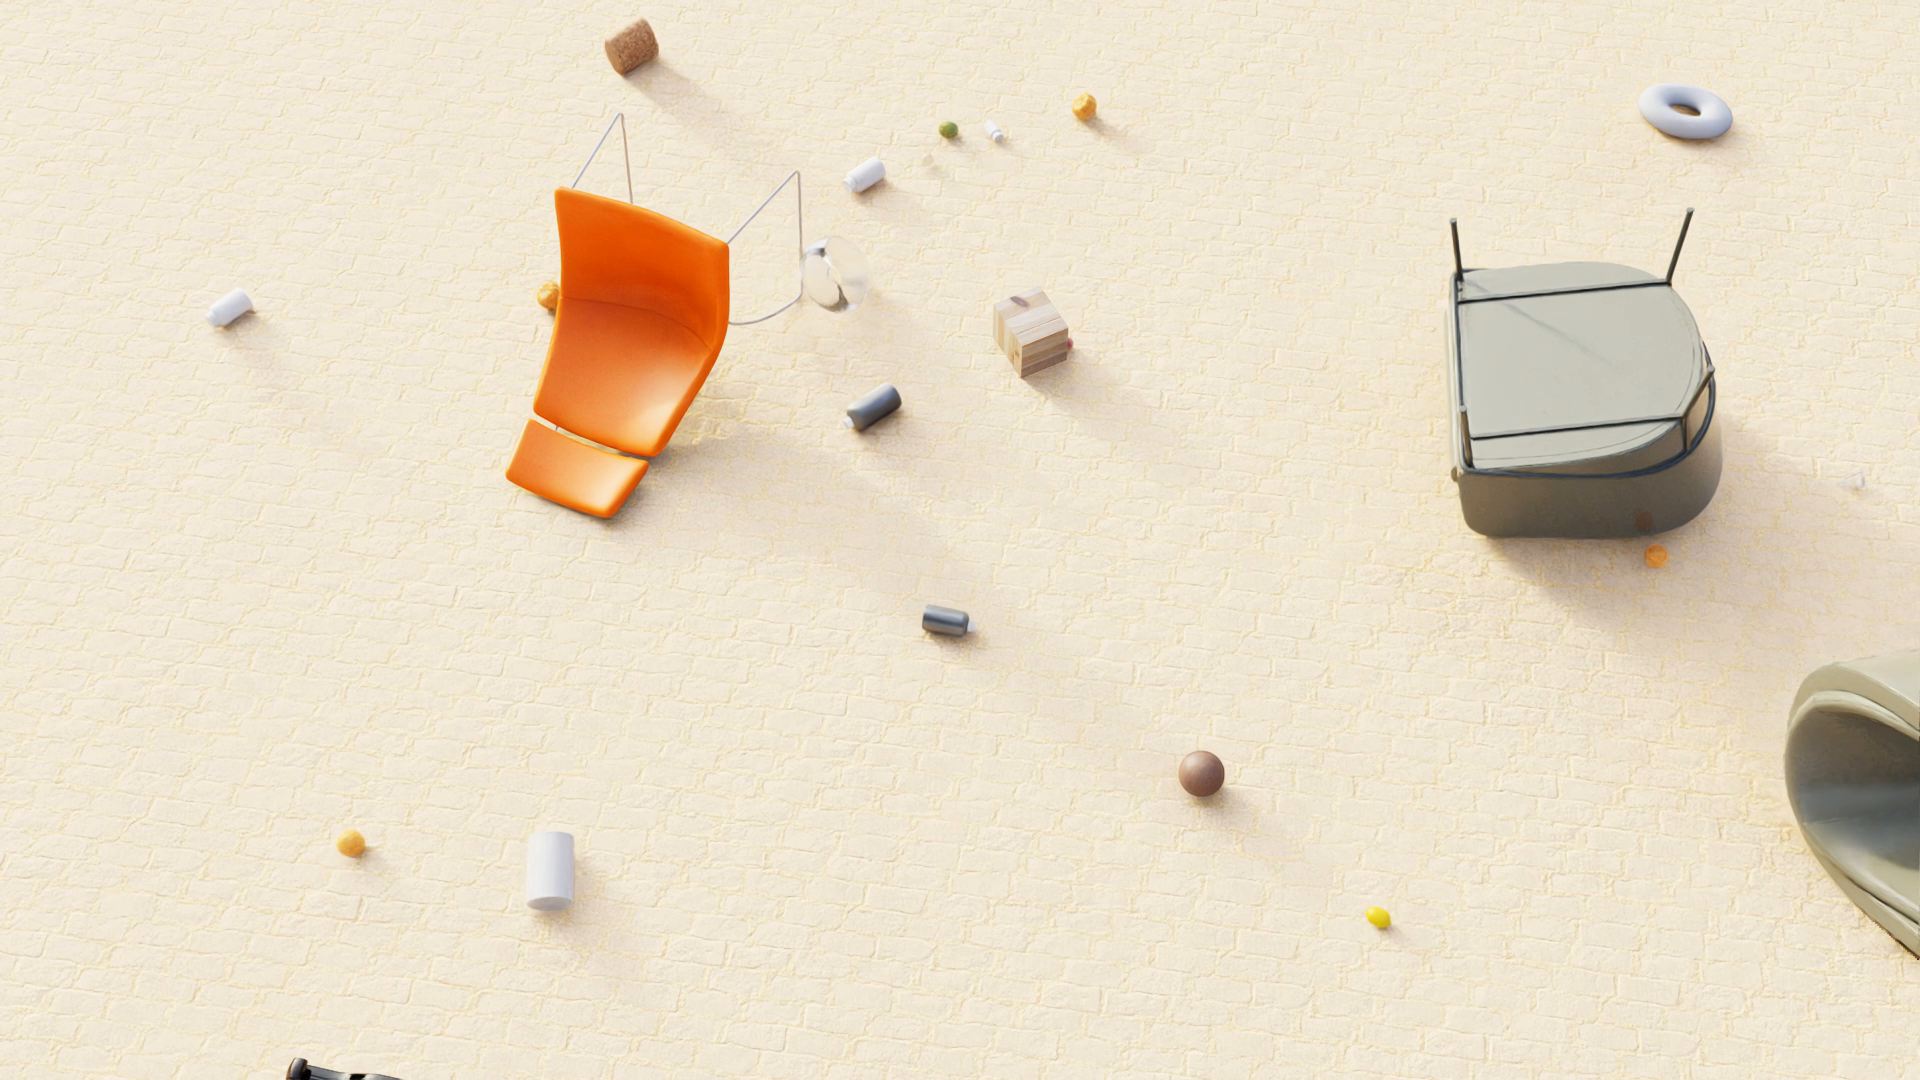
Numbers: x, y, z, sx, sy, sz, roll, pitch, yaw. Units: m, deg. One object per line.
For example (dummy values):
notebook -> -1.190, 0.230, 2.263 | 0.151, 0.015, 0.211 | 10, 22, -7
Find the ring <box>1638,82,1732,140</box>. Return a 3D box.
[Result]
ring -> 2.479, -1.466, 7.515 | 0.322, 0.072, 0.234 | 17, 57, 10

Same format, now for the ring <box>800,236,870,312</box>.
ring -> -0.395, -0.848, 7.009 | 0.297, 0.096, 0.253 | -33, 102, -52

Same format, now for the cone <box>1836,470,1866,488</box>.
cone -> 2.699, -0.178, 6.678 | 0.085, 0.054, 0.053 | -11, 41, 14

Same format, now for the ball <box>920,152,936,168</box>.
ball -> -0.109, -1.278, 7.401 | 0.050, 0.050, 0.050 | 0, 56, 0

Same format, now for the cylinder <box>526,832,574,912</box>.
cylinder -> -1.103, 0.891, 5.921 | 0.123, 0.091, 0.192 | -3, 56, -4

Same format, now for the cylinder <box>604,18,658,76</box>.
cylinder -> -1.141, -1.714, 7.642 | 0.163, 0.142, 0.081 | -39, 45, -23

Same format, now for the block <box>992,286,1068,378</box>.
block -> 0.221, -0.654, 6.916 | 0.165, 0.161, 0.190 | -23, 59, -15
